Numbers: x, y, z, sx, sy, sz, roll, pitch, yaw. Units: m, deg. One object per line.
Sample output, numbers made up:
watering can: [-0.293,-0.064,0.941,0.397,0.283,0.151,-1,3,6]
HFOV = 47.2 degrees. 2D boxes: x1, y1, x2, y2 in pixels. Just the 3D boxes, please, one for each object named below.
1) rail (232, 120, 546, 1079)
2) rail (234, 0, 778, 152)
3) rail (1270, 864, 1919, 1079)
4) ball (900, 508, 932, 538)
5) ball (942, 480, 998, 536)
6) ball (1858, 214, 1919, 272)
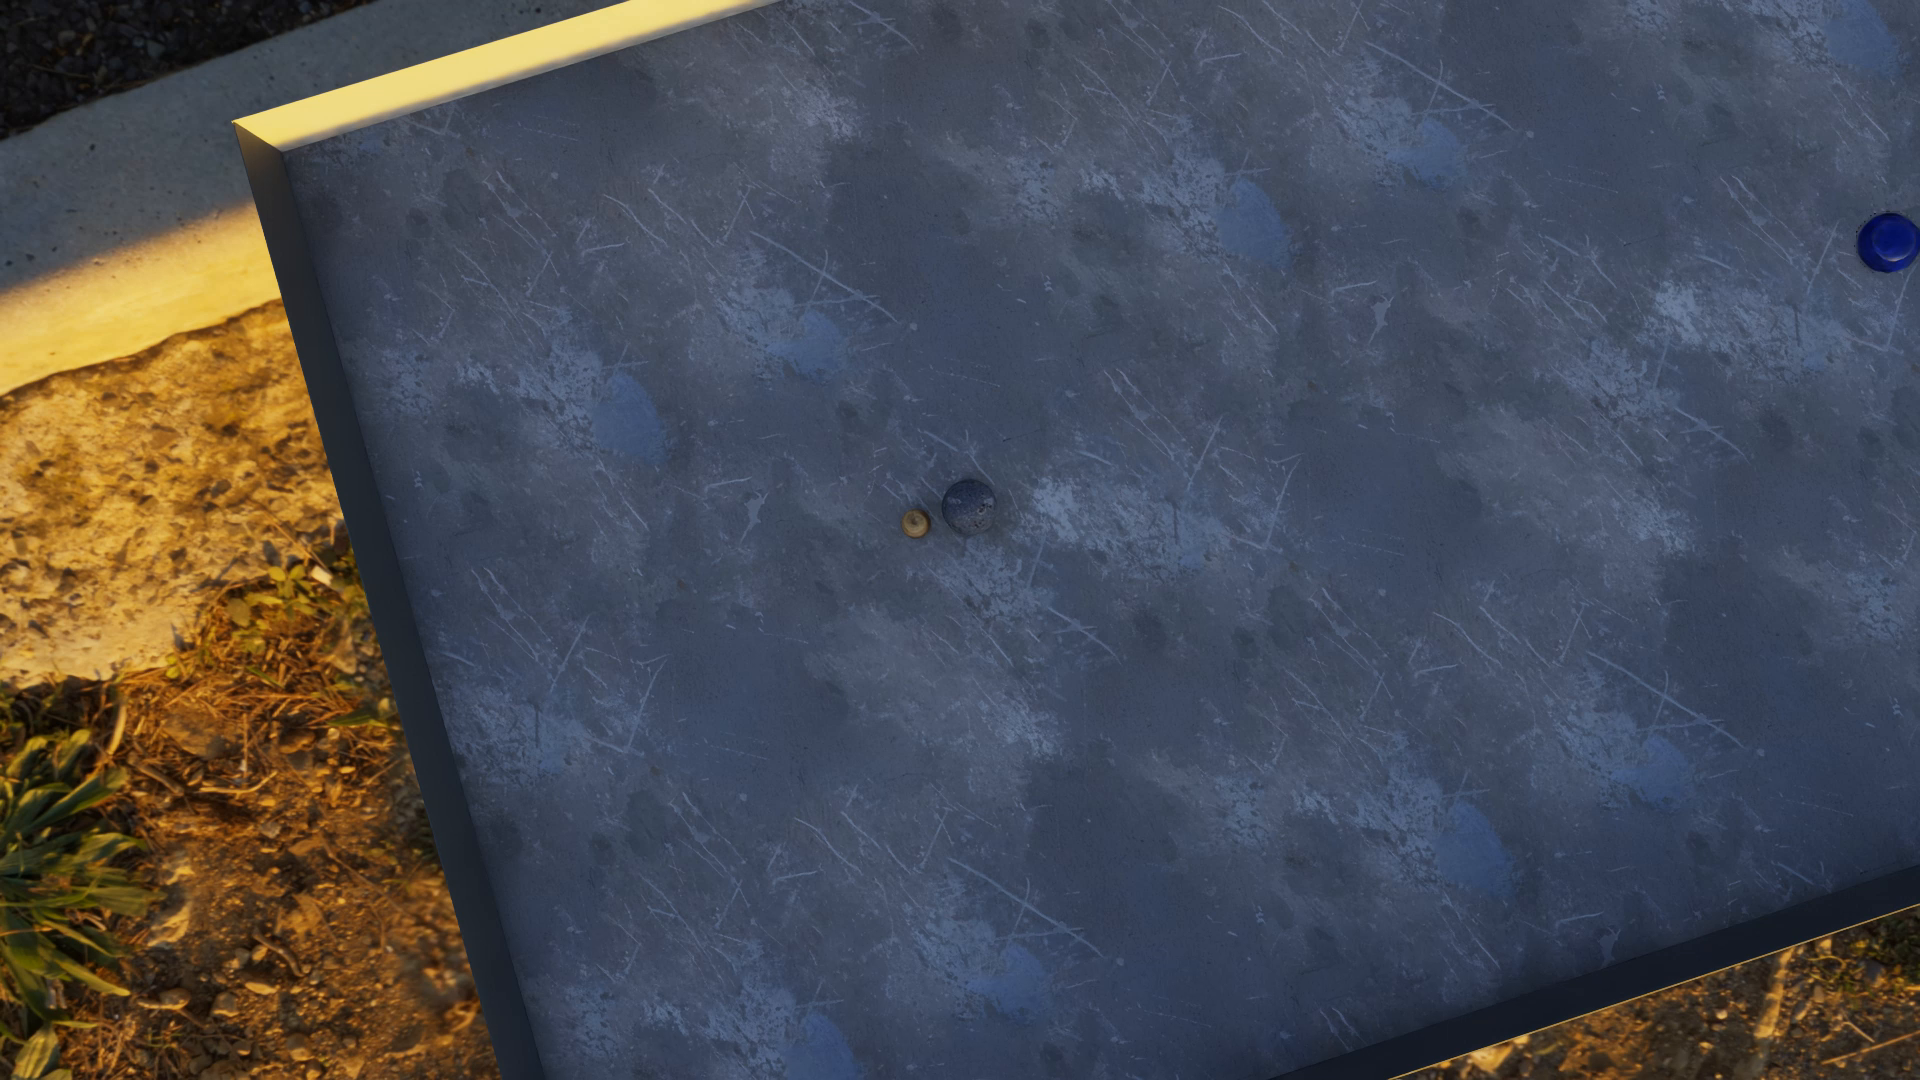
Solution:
rail: [-0.784,0.244,3.209,0.045,0.116,1.847,-18,82,-3]
rail: [0.532,-1.106,3.412,3.386,0.116,0.045,-18,82,-3]
rail: [1.080,0.588,3.158,3.386,0.116,0.045,-18,82,-3]
ball: [-0.066,-0.024,3.286,0.045,0.045,0.045,0,81,0]
ball: [0.014,-0.049,3.271,0.084,0.084,0.084,0,81,0]
ball: [1.406,-0.449,3.328,0.089,0.089,0.089,0,81,0]
